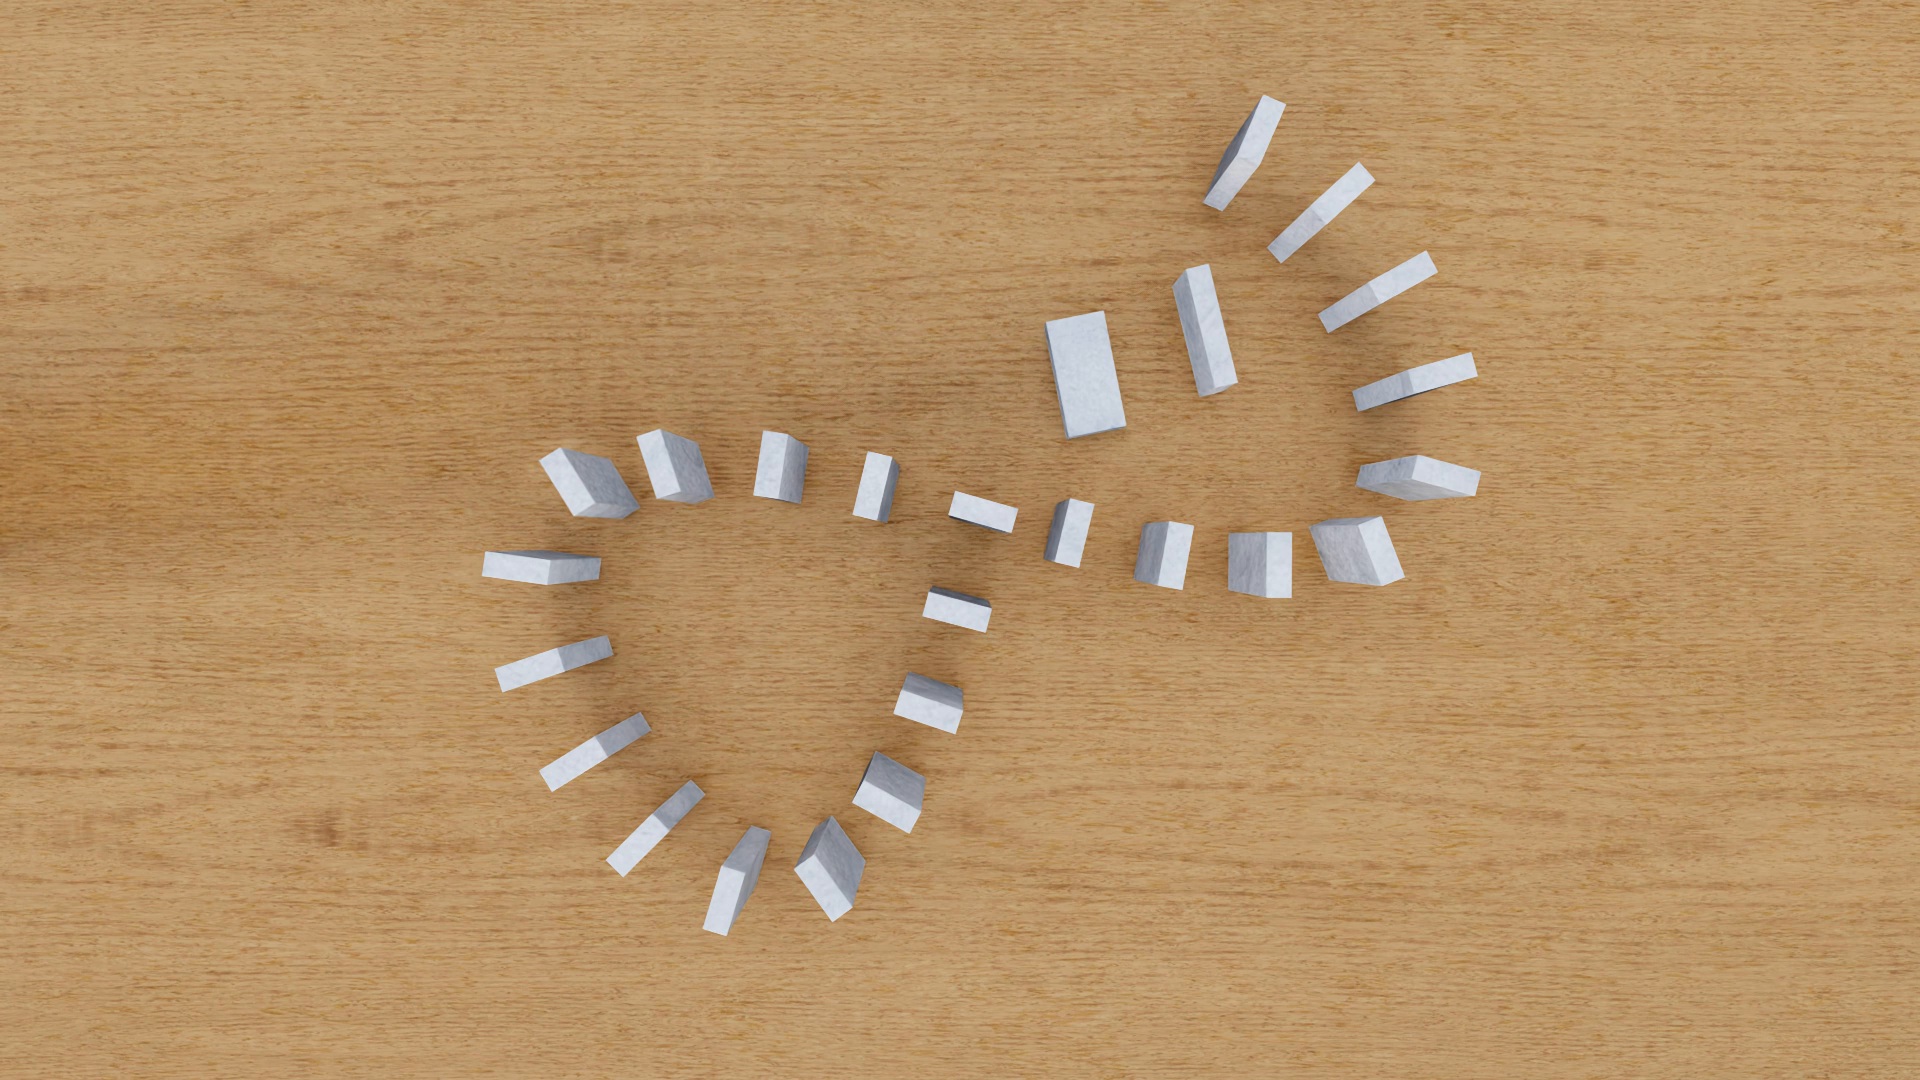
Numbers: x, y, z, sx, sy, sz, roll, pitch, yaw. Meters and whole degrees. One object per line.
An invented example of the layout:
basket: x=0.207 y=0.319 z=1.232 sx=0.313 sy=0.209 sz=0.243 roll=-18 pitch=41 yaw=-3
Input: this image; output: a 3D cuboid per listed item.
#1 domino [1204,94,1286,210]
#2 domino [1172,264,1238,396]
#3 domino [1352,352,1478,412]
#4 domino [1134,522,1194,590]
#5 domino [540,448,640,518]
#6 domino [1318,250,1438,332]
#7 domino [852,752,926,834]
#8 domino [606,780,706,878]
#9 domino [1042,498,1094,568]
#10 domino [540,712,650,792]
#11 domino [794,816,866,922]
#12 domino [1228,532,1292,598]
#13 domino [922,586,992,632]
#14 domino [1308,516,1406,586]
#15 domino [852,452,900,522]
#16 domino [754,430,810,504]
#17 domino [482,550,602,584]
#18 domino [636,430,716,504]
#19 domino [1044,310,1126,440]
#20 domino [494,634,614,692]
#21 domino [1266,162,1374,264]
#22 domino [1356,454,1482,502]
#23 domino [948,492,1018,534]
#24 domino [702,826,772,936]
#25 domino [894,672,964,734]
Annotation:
domino: x=0.115 y=-0.157 z=0.375 sx=0.009 sy=0.050 sz=0.025 roll=23 pitch=90 yaw=0
domino: x=0.103 y=-0.088 z=0.388 sx=0.010 sy=0.025 sz=0.050 roll=-14 pitch=90 yaw=0
domino: x=0.185 y=-0.064 z=0.375 sx=0.025 sy=0.050 sz=0.010 roll=-16 pitch=90 yaw=0
domino: x=0.083 y=0.006 z=0.375 sx=0.010 sy=0.050 sz=0.025 roll=10 pitch=90 yaw=0
domino: x=-0.150 y=-0.022 z=0.375 sx=0.009 sy=0.050 sz=0.025 roll=-32 pitch=90 yaw=0
domino: x=0.169 y=-0.101 z=0.375 sx=0.025 sy=0.050 sz=0.009 roll=-29 pitch=90 yaw=0
domino: x=-0.028 y=0.102 z=0.375 sx=0.025 sy=0.050 sz=0.010 roll=29 pitch=90 yaw=0
domino: x=-0.123 y=0.117 z=0.375 sx=0.025 sy=0.050 sz=0.009 roll=-45 pitch=90 yaw=0
domino: x=0.044 y=-0.003 z=0.375 sx=0.009 sy=0.050 sz=0.025 roll=14 pitch=90 yaw=0
domino: x=-0.148 y=0.086 z=0.375 sx=0.025 sy=0.050 sz=0.009 roll=-32 pitch=90 yaw=0
domino: x=-0.052 y=0.133 z=0.375 sx=0.009 sy=0.050 sz=0.025 roll=-36 pitch=90 yaw=0
domino: x=0.122 y=0.010 z=0.375 sx=0.010 sy=0.050 sz=0.025 roll=0 pitch=90 yaw=0
domino: x=-0.001 y=0.028 z=0.375 sx=0.025 sy=0.050 sz=0.009 roll=15 pitch=90 yaw=0
domino: x=0.161 y=0.004 z=0.375 sx=0.009 sy=0.050 sz=0.025 roll=-21 pitch=90 yaw=0
domino: x=-0.034 y=-0.021 z=0.375 sx=0.009 sy=0.050 sz=0.025 roll=13 pitch=90 yaw=0
domino: x=-0.072 y=-0.029 z=0.375 sx=0.010 sy=0.050 sz=0.025 roll=9 pitch=90 yaw=0
domino: x=-0.170 y=0.011 z=0.375 sx=0.025 sy=0.050 sz=0.009 roll=8 pitch=90 yaw=0
domino: x=-0.115 y=-0.029 z=0.375 sx=0.009 sy=0.050 sz=0.025 roll=-18 pitch=90 yaw=0
domino: x=0.054 y=-0.071 z=0.395 sx=0.025 sy=0.010 sz=0.050 roll=-11 pitch=90 yaw=0
domino: x=-0.164 y=0.050 z=0.375 sx=0.025 sy=0.050 sz=0.010 roll=-19 pitch=90 yaw=0
domino: x=0.146 y=-0.133 z=0.375 sx=0.025 sy=0.050 sz=0.009 roll=-42 pitch=90 yaw=0
domino: x=0.186 y=-0.025 z=0.375 sx=0.025 sy=0.050 sz=0.010 roll=15 pitch=90 yaw=0
domino: x=0.009 y=-0.011 z=0.375 sx=0.025 sy=0.050 sz=0.009 roll=16 pitch=90 yaw=0
domino: x=-0.090 y=0.138 z=0.375 sx=0.009 sy=0.050 sz=0.025 roll=17 pitch=90 yaw=0
domino: x=-0.012 y=0.066 z=0.375 sx=0.025 sy=0.050 sz=0.010 roll=18 pitch=90 yaw=0
